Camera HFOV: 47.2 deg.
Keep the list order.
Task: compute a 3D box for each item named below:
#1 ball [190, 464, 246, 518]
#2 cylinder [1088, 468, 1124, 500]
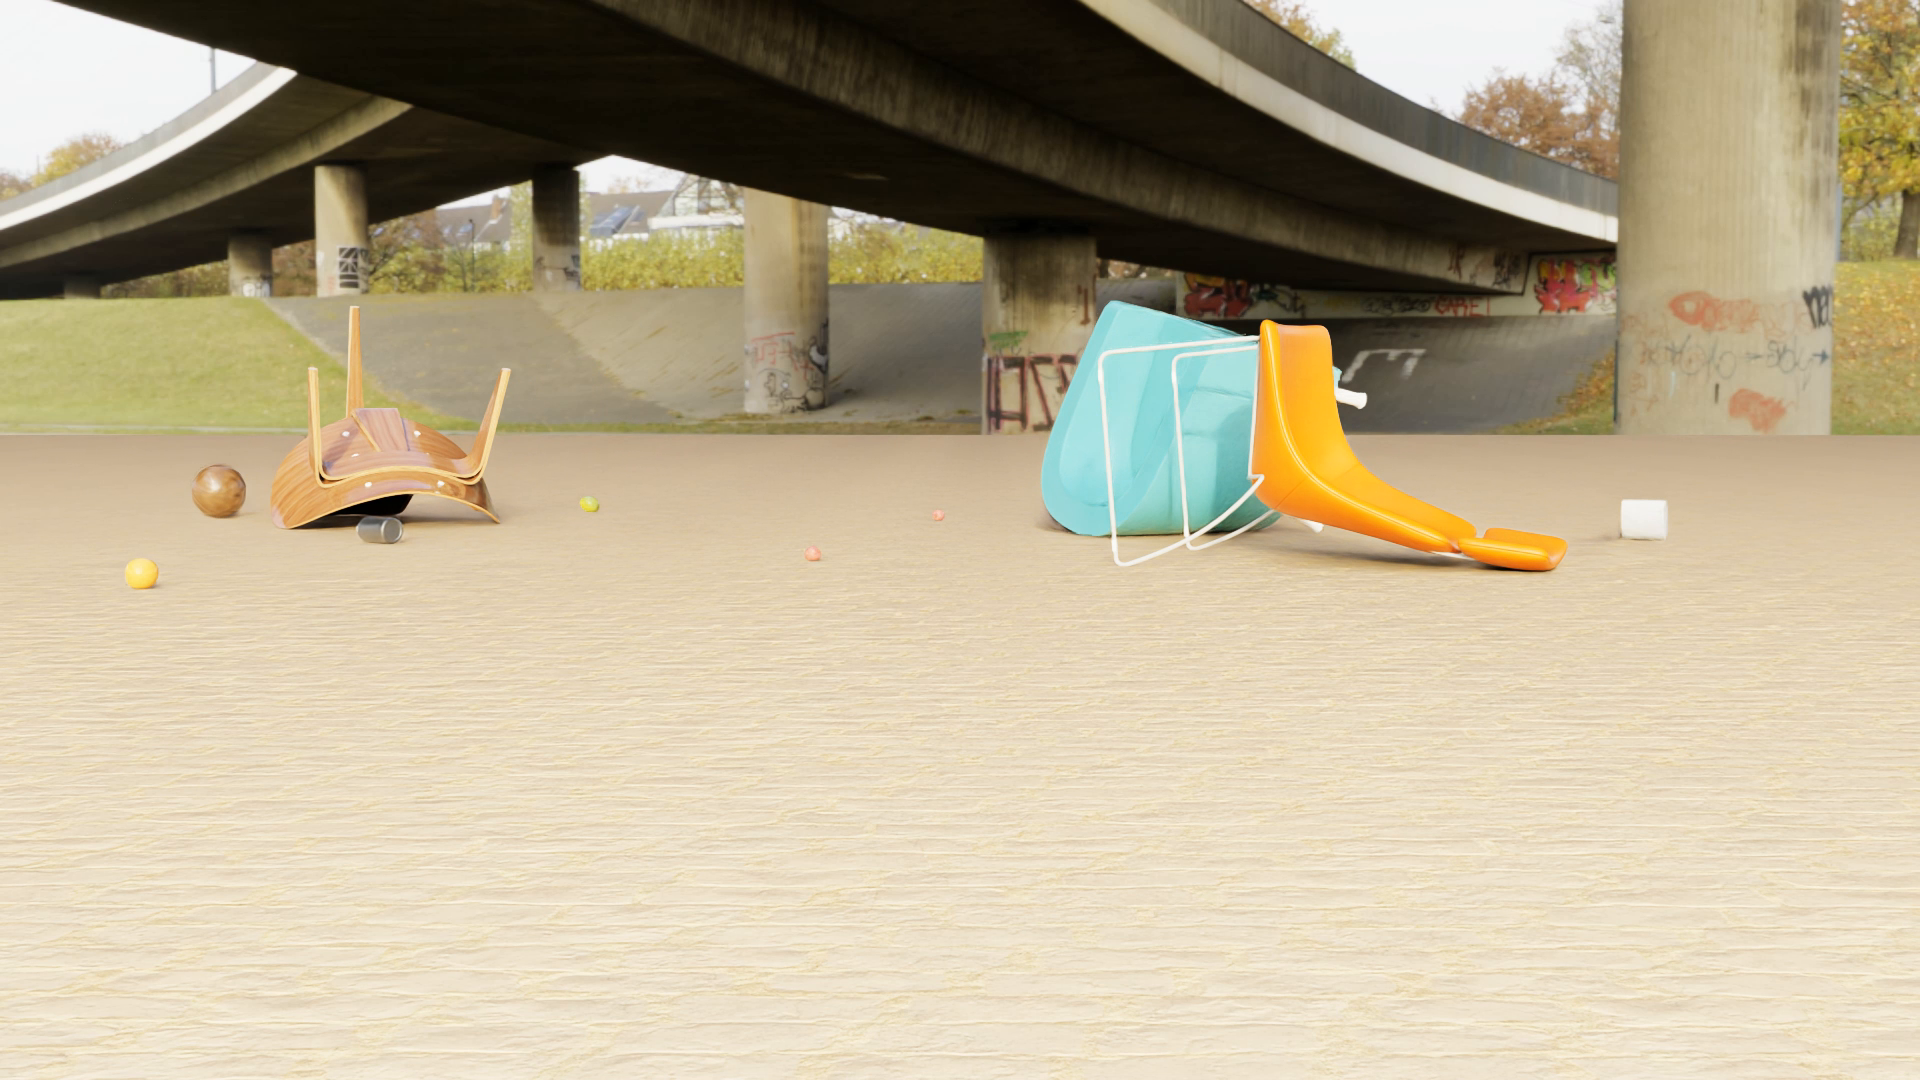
[{"bbox_3d":[-2.588,-0.170,7.678,0.185,0.185,0.185,0,4,0],"label":"ball"},{"bbox_3d":[0.593,-0.228,8.939,0.110,0.134,0.089,2,29,28],"label":"cylinder"}]
